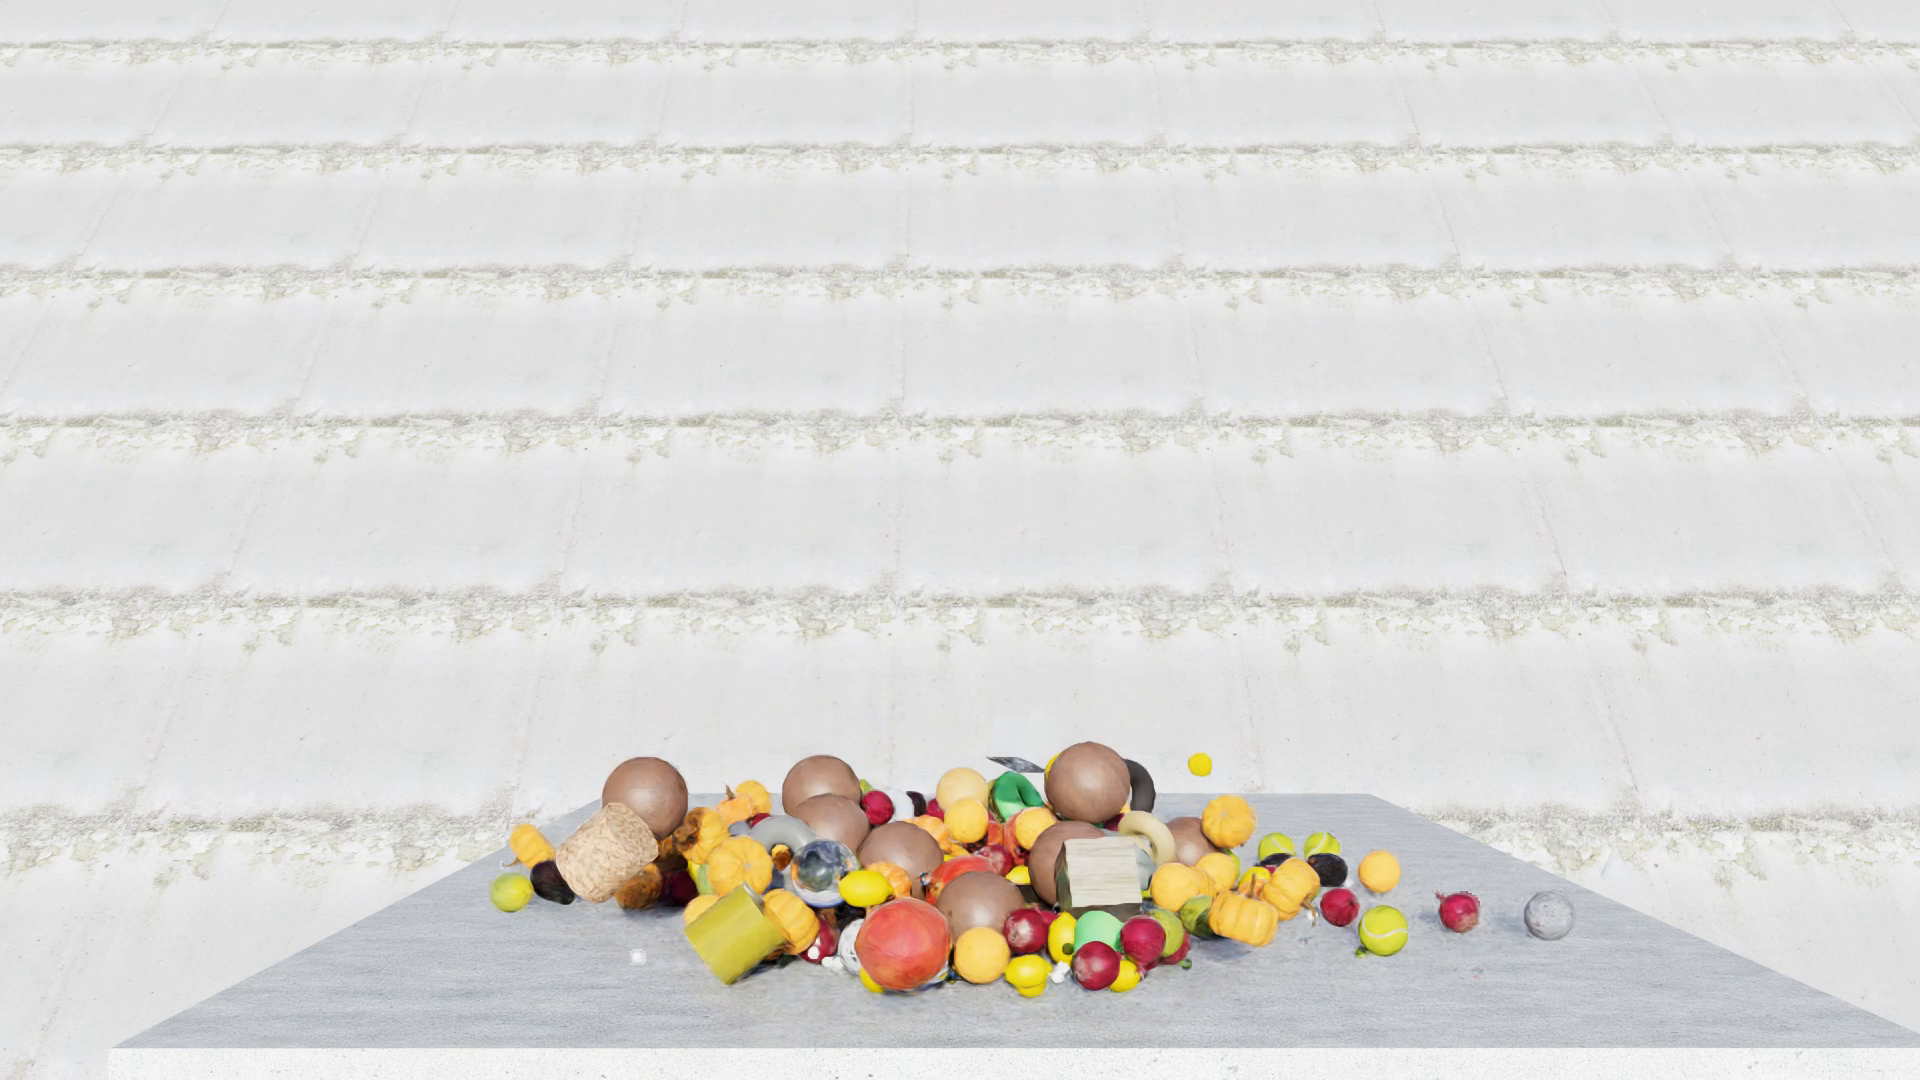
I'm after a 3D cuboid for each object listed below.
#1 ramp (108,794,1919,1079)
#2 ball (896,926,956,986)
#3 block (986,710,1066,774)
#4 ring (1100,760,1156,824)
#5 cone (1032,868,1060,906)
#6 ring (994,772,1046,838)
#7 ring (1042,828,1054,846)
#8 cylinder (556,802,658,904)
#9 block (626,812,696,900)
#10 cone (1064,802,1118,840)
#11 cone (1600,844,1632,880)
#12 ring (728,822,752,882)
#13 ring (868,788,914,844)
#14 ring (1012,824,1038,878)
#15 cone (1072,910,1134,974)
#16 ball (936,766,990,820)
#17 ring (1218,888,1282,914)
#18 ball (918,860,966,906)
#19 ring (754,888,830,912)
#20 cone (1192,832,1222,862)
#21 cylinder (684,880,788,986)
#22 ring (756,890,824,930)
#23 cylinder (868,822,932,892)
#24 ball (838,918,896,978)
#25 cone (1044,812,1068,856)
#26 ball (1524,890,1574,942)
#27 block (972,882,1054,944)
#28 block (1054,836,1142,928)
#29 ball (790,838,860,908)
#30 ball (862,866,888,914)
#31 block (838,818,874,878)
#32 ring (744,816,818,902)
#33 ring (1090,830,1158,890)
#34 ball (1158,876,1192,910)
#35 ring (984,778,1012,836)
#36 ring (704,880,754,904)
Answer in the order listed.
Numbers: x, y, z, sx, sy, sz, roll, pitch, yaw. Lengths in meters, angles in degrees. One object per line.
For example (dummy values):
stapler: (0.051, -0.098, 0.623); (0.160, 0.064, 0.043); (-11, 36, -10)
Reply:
ramp: (0.076, 0.659, 4.815); (2.000, 0.100, 4.000); (0, -2, 0)
ball: (-0.043, 0.528, 3.297); (0.075, 0.075, 0.075); (0, 35, 0)
block: (0.121, 0.370, 4.768); (0.092, 0.092, 0.092); (-5, 65, 47)
ring: (0.358, 0.543, 5.551); (0.049, 0.148, 0.148); (-8, 20, 48)
cone: (0.128, 0.552, 4.152); (0.060, 0.060, 0.060); (-2, 70, -3)
ring: (0.125, 0.542, 5.314); (0.050, 0.149, 0.149); (-34, 28, 21)
ring: (0.240, 0.595, 5.261); (0.146, 0.049, 0.146); (-3, -7, 0)
cylinder: (-0.480, 0.425, 3.528); (0.098, 0.098, 0.098); (-40, 31, 17)
block: (-0.507, 0.524, 4.301); (0.090, 0.090, 0.090); (-11, 46, -32)
cone: (0.201, 0.499, 4.305); (0.099, 0.099, 0.099); (9, 63, -17)
cone: (1.333, 0.653, 5.282); (0.067, 0.067, 0.067); (-1, 0, 0)
ring: (-0.367, 0.539, 4.444); (0.040, 0.120, 0.120); (-14, 37, -13)
ring: (-0.115, 0.463, 4.351); (0.031, 0.093, 0.093); (19, 14, -46)
ring: (0.113, 0.543, 4.529); (0.032, 0.095, 0.095); (-14, 34, 7)
cone: (0.165, 0.537, 3.340); (0.088, 0.088, 0.088); (19, 31, 25)
ball: (0.004, 0.419, 4.286); (0.089, 0.089, 0.089); (0, 35, 0)
ring: (0.458, 0.572, 4.113); (0.101, 0.034, 0.101); (-1, 1, 0)
ball: (-0.027, 0.521, 3.940); (0.072, 0.072, 0.072); (0, 35, 0)
ring: (-0.267, 0.564, 4.066); (0.139, 0.046, 0.139); (-1, -2, 0)
cone: (0.465, 0.599, 4.952); (0.061, 0.061, 0.061); (9, 27, 13)
cylinder: (-0.283, 0.498, 3.288); (0.094, 0.094, 0.094); (-38, 42, -1)
ring: (-0.279, 0.559, 3.920); (0.146, 0.049, 0.146); (3, -2, 0)
cylinder: (-0.101, 0.538, 4.415); (0.098, 0.098, 0.098); (8, 8, -1)
ball: (-0.121, 0.529, 3.374); (0.076, 0.076, 0.076); (0, 35, 0)
cone: (0.182, 0.523, 4.431); (0.092, 0.092, 0.092); (7, 13, -2)
ball: (0.850, 0.542, 3.745); (0.071, 0.071, 0.071); (0, 35, 0)
block: (0.075, 0.534, 3.726); (0.081, 0.081, 0.081); (-7, -6, 39)
block: (0.185, 0.461, 3.493); (0.093, 0.093, 0.093); (-3, 64, -8)
ball: (-0.182, 0.446, 3.473); (0.094, 0.094, 0.094); (0, 35, 0)
ball: (-0.114, 0.545, 4.017); (0.077, 0.077, 0.077); (0, 35, 0)
block: (-0.156, 0.556, 4.694); (0.098, 0.098, 0.098); (1, -2, -29)
ring: (-0.252, 0.454, 3.706); (0.126, 0.126, 0.042); (14, 11, 20)
ring: (0.243, 0.476, 3.861); (0.120, 0.040, 0.120); (33, 12, -8)
ball: (0.342, 0.562, 4.135); (0.054, 0.054, 0.054); (0, 35, 0)
ring: (0.096, 0.564, 5.480); (0.044, 0.131, 0.131); (-24, 41, -30)
ring: (-0.364, 0.574, 4.217); (0.106, 0.035, 0.106); (1, -1, 0)
